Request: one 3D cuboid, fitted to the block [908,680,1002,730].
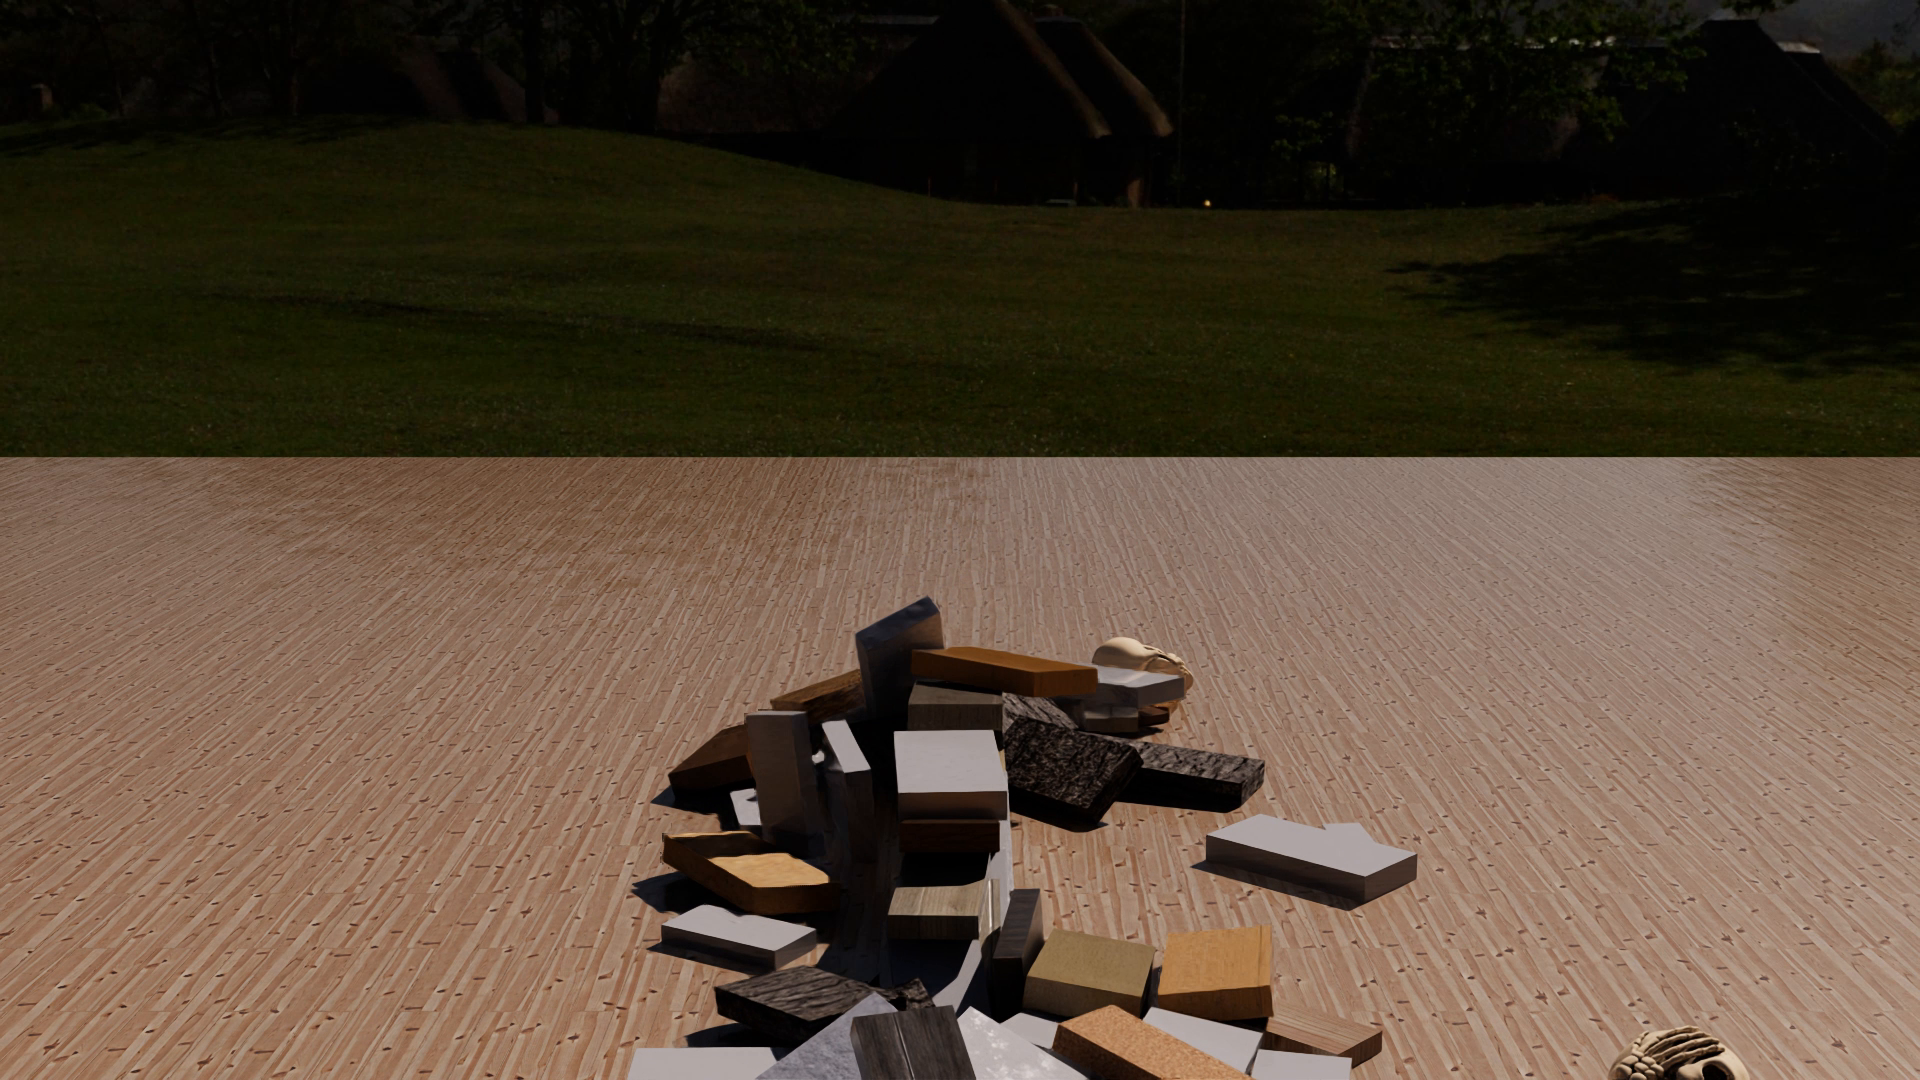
[{"bbox_3d":[-0.005,0.308,4.132,0.171,0.048,0.341,0,4,1],"label":"block"}]

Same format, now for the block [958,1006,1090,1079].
[{"bbox_3d":[0.110,0.690,2.656,0.314,0.044,0.157,29,18,14],"label":"block"}]

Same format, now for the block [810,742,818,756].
[{"bbox_3d":[-0.347,0.425,4.354,0.076,0.022,0.153,-22,6,-28],"label":"block"}]

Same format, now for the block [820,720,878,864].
[{"bbox_3d":[-0.201,0.449,3.965,0.047,0.166,0.331,-6,11,-10],"label":"block"}]

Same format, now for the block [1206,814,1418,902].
[{"bbox_3d":[0.603,0.545,3.786,0.324,0.046,0.162,10,14,42],"label":"block"}]

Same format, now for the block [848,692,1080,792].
[{"bbox_3d":[0.009,0.391,4.416,0.525,0.044,0.155,-9,40,-44],"label":"block"}]

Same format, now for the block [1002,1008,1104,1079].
[{"bbox_3d":[0.144,0.667,2.925,0.141,0.040,0.282,14,3,18],"label":"block"}]

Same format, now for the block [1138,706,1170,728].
[{"bbox_3d":[0.374,0.383,4.729,0.139,0.020,0.069,-7,12,-32],"label":"block"}]

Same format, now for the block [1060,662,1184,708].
[{"bbox_3d":[0.315,0.313,4.758,0.310,0.044,0.155,5,9,44],"label":"block"}]

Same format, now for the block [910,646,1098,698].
[{"bbox_3d":[0.082,0.253,4.241,0.166,0.047,0.348,-1,5,-42],"label":"block"}]

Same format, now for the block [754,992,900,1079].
[{"bbox_3d":[-0.159,0.677,2.715,0.265,0.037,0.132,-31,44,-32],"label":"block"}]

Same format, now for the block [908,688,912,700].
[{"bbox_3d":[-0.016,0.396,4.226,0.171,0.048,0.341,-2,30,0],"label":"block"}]

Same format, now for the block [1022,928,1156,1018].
[{"bbox_3d":[0.189,0.621,3.137,0.157,0.044,0.376,9,1,8],"label":"block"}]

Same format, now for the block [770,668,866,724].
[{"bbox_3d":[-0.213,0.307,4.580,0.329,0.047,0.164,-18,7,-28],"label":"block"}]

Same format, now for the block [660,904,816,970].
[{"bbox_3d":[-0.345,0.618,3.432,0.220,0.031,0.110,6,12,31],"label":"block"}]

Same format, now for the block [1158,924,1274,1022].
[{"bbox_3d":[0.376,0.630,3.199,0.157,0.044,0.313,-7,4,9],"label":"block"}]

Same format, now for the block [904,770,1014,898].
[{"bbox_3d":[-0.004,0.508,3.708,0.178,0.050,0.355,0,27,-1],"label":"block"}]

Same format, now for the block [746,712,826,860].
[{"bbox_3d":[-0.303,0.425,3.820,0.035,0.250,0.125,-10,4,-43],"label":"block"}]

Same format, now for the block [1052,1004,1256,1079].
[{"bbox_3d":[0.254,0.663,2.758,0.250,0.035,0.125,21,14,34],"label":"block"}]

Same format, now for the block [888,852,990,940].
[{"bbox_3d":[-0.028,0.523,3.254,0.129,0.037,0.258,0,13,5],"label":"block"}]

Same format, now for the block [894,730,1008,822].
[{"bbox_3d":[-0.021,0.399,3.755,0.178,0.050,0.355,-1,11,-3],"label":"block"}]

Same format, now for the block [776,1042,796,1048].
[{"bbox_3d":[-0.275,0.732,2.803,0.132,0.037,0.363,7,12,32],"label":"block"}]

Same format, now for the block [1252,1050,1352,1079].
[{"bbox_3d":[0.433,0.728,2.830,0.125,0.035,0.250,3,11,13],"label":"block"}]

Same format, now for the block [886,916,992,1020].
[{"bbox_3d":[-0.031,0.624,3.125,0.129,0.037,0.258,-3,28,-5],"label":"block"}]

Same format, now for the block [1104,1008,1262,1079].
[{"bbox_3d":[0.289,0.699,2.868,0.157,0.044,0.313,10,10,16],"label":"block"}]

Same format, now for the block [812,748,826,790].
[{"bbox_3d":[-0.298,0.452,4.339,0.096,0.027,0.193,2,11,13],"label":"block"}]

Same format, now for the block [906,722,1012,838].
[{"bbox_3d":[-0.006,0.447,3.935,0.178,0.050,0.356,0,30,-2],"label":"block"}]

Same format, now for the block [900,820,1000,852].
[{"bbox_3d":[-0.014,0.460,3.429,0.150,0.043,0.301,0,-6,0],"label":"block"}]

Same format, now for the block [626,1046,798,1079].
[{"bbox_3d":[-0.289,0.693,2.808,0.265,0.037,0.132,0,11,-1],"label":"block"}]

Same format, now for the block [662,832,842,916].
[{"bbox_3d":[-0.350,0.554,3.676,0.162,0.046,0.324,3,7,-35],"label":"block"}]

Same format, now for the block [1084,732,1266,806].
[{"bbox_3d":[0.354,0.440,4.292,0.449,0.046,0.162,7,13,22],"label":"block"}]

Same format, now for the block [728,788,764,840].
[{"bbox_3d":[-0.361,0.504,4.049,0.110,0.031,0.220,-2,11,-11],"label":"block"}]

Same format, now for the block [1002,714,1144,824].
[{"bbox_3d":[0.184,0.432,4.168,0.310,0.044,0.155,11,53,47],"label":"block"}]

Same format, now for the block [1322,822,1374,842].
[{"bbox_3d":[0.694,0.535,3.912,0.069,0.020,0.139,-1,11,-4],"label":"block"}]

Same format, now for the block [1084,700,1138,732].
[{"bbox_3d":[0.321,0.366,4.671,0.109,0.031,0.219,-2,9,3],"label":"block"}]

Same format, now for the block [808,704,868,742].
[{"bbox_3d":[-0.213,0.352,4.608,0.164,0.047,0.329,-9,9,46],"label":"block"}]

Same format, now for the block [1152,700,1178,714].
[{"bbox_3d":[0.401,0.363,4.838,0.141,0.020,0.071,4,11,21],"label":"block"}]

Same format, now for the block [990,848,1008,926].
[{"bbox_3d":[-0.001,0.578,3.373,0.150,0.043,0.301,0,28,0],"label":"block"}]

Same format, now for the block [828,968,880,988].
[{"bbox_3d":[-0.179,0.664,3.211,0.074,0.021,0.149,4,11,18],"label":"block"}]

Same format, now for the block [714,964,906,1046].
[{"bbox_3d":[-0.208,0.639,3.016,0.141,0.040,0.330,-9,1,-28],"label":"block"}]

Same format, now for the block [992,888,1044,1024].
[{"bbox_3d":[0.088,0.614,3.148,0.040,0.141,0.282,-3,10,8],"label":"block"}]

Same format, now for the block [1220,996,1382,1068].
[{"bbox_3d":[0.465,0.685,3.070,0.220,0.031,0.110,10,14,42],"label":"block"}]

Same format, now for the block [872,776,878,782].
[{"bbox_3d":[-0.145,0.457,4.347,0.050,0.014,0.101,0,11,0],"label":"block"}]

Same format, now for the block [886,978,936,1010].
[{"bbox_3d":[-0.058,0.666,2.988,0.074,0.021,0.148,-17,43,-21],"label":"block"}]

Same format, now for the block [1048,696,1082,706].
[{"bbox_3d":[0.241,0.330,4.986,0.109,0.031,0.219,3,11,18],"label":"block"}]

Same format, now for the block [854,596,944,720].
[{"bbox_3d":[-0.112,0.260,4.393,0.166,0.331,0.047,-27,56,-16],"label":"block"}]

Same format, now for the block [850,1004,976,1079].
[{"bbox_3d":[-0.038,0.652,2.537,0.123,0.035,0.246,-3,41,-17],"label":"block"}]

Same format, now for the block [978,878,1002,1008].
[{"bbox_3d":[-0.004,0.595,3.258,0.129,0.037,0.258,0,28,0],"label":"block"}]

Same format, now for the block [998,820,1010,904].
[{"bbox_3d":[0.000,0.523,3.574,0.150,0.043,0.301,0,27,-1],"label":"block"}]

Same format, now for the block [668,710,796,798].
[{"bbox_3d":[-0.440,0.419,4.334,0.164,0.047,0.328,-15,7,15],"label":"block"}]
